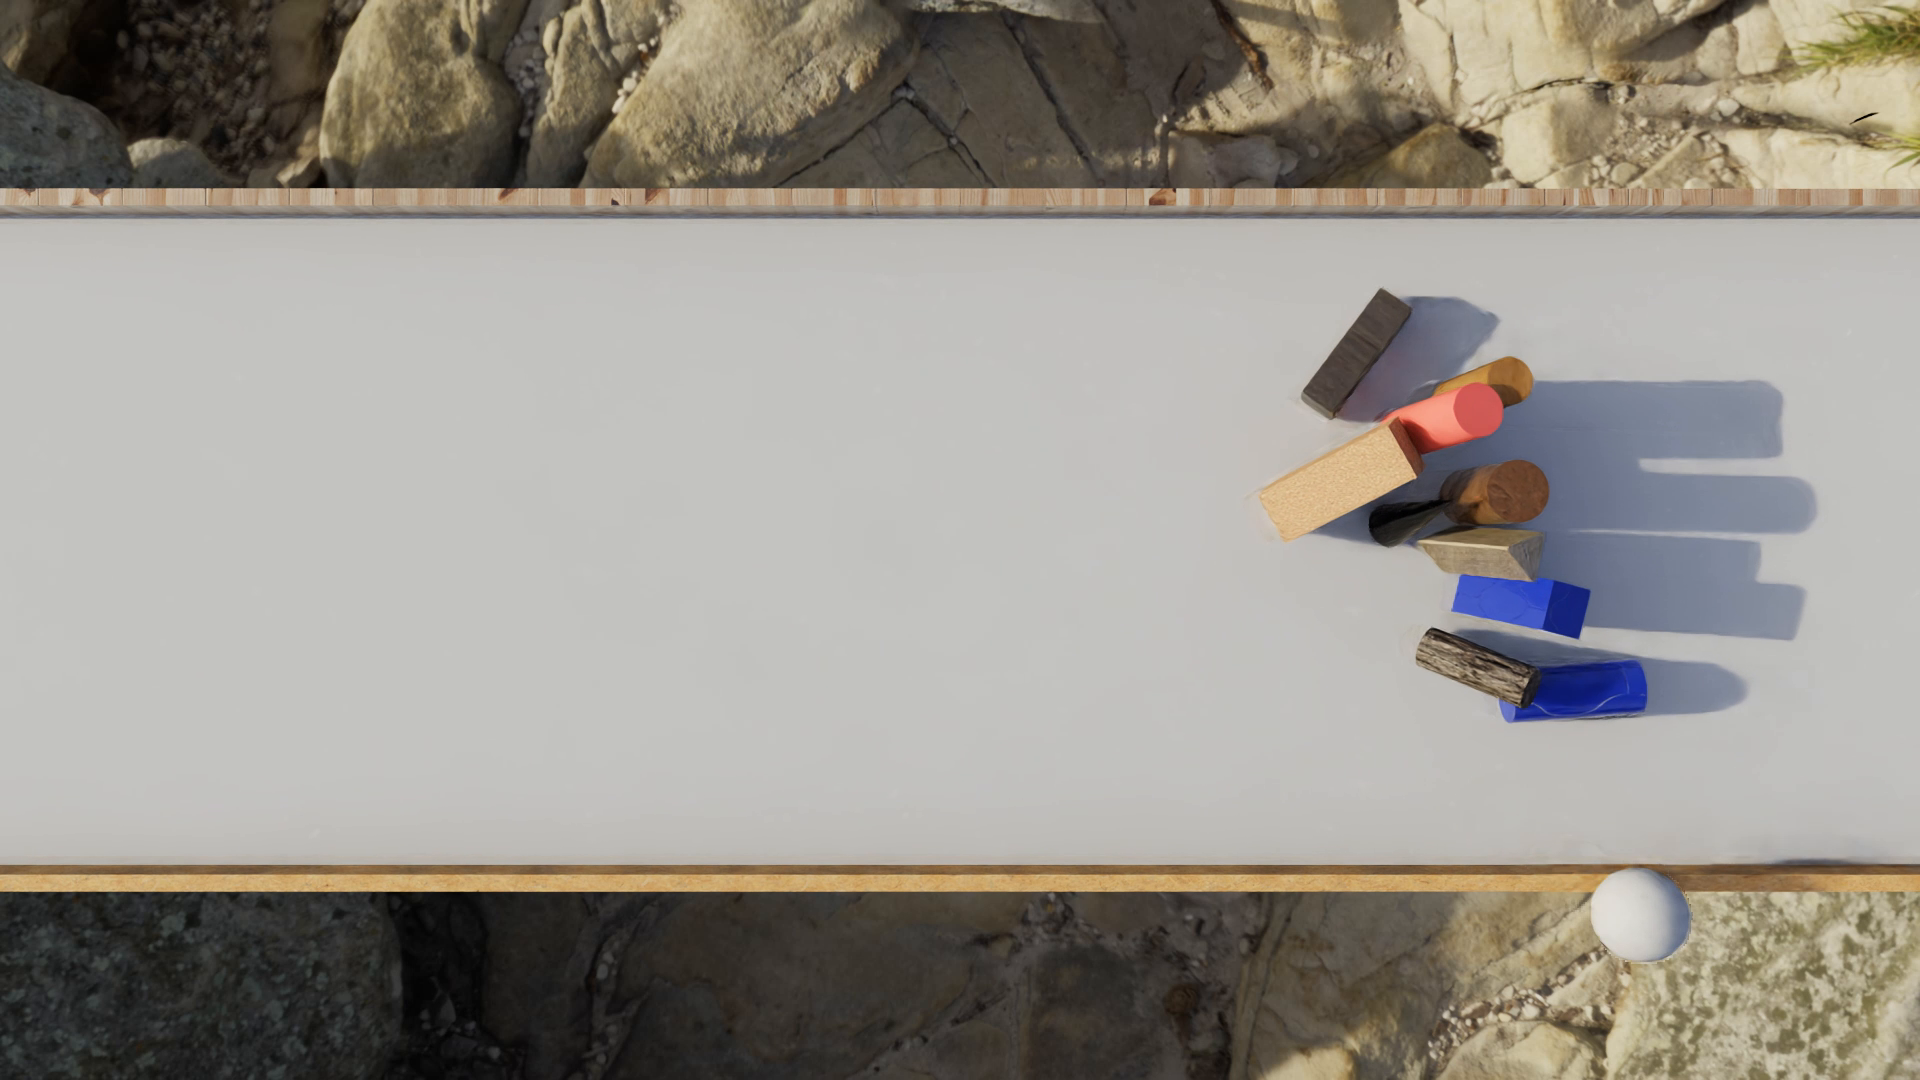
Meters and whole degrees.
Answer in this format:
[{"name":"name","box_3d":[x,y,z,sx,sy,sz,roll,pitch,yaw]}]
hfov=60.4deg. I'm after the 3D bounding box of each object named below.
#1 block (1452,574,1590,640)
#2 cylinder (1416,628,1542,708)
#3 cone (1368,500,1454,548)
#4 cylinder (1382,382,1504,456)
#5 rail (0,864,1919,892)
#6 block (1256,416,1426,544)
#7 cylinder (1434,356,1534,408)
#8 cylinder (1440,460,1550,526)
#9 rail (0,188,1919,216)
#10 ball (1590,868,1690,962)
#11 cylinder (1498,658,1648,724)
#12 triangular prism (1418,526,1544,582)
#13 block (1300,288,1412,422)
[{"name":"block","box_3d":[1.653,0.181,4.876,0.145,0.375,0.145,14,90,-25]},{"name":"cylinder","box_3d":[1.546,0.380,4.926,0.340,0.126,0.126,24,90,36]},{"name":"cone","box_3d":[1.357,-0.079,4.854,0.136,0.424,0.136,2,80,-11]},{"name":"cylinder","box_3d":[1.406,-0.345,4.842,0.154,0.444,0.154,1,84,-13]},{"name":"rail","box_3d":[-2.247,1.025,5.001,12.000,0.150,0.050,0,90,0]},{"name":"block","box_3d":[1.132,-0.177,4.899,0.440,0.170,0.170,-30,90,28]},{"name":"cylinder","box_3d":[1.540,-0.439,4.874,0.137,0.391,0.137,0,86,-6]},{"name":"cylinder","box_3d":[1.569,-0.135,4.864,0.178,0.419,0.178,0,89,-2]},{"name":"rail","box_3d":[-2.247,-1.025,5.002,12.000,0.150,0.050,0,90,0]},{"name":"ball","box_3d":[1.975,1.090,4.793,0.269,0.269,0.269,0,90,0]},{"name":"cylinder","box_3d":[1.850,0.457,4.993,0.391,0.167,0.167,-4,90,0]},{"name":"triangular prism","box_3d":[1.562,0.015,4.892,0.144,0.371,0.125,45,74,-21]},{"name":"block","box_3d":[1.202,-0.562,5.008,0.114,0.114,0.395,37,90,12]}]
